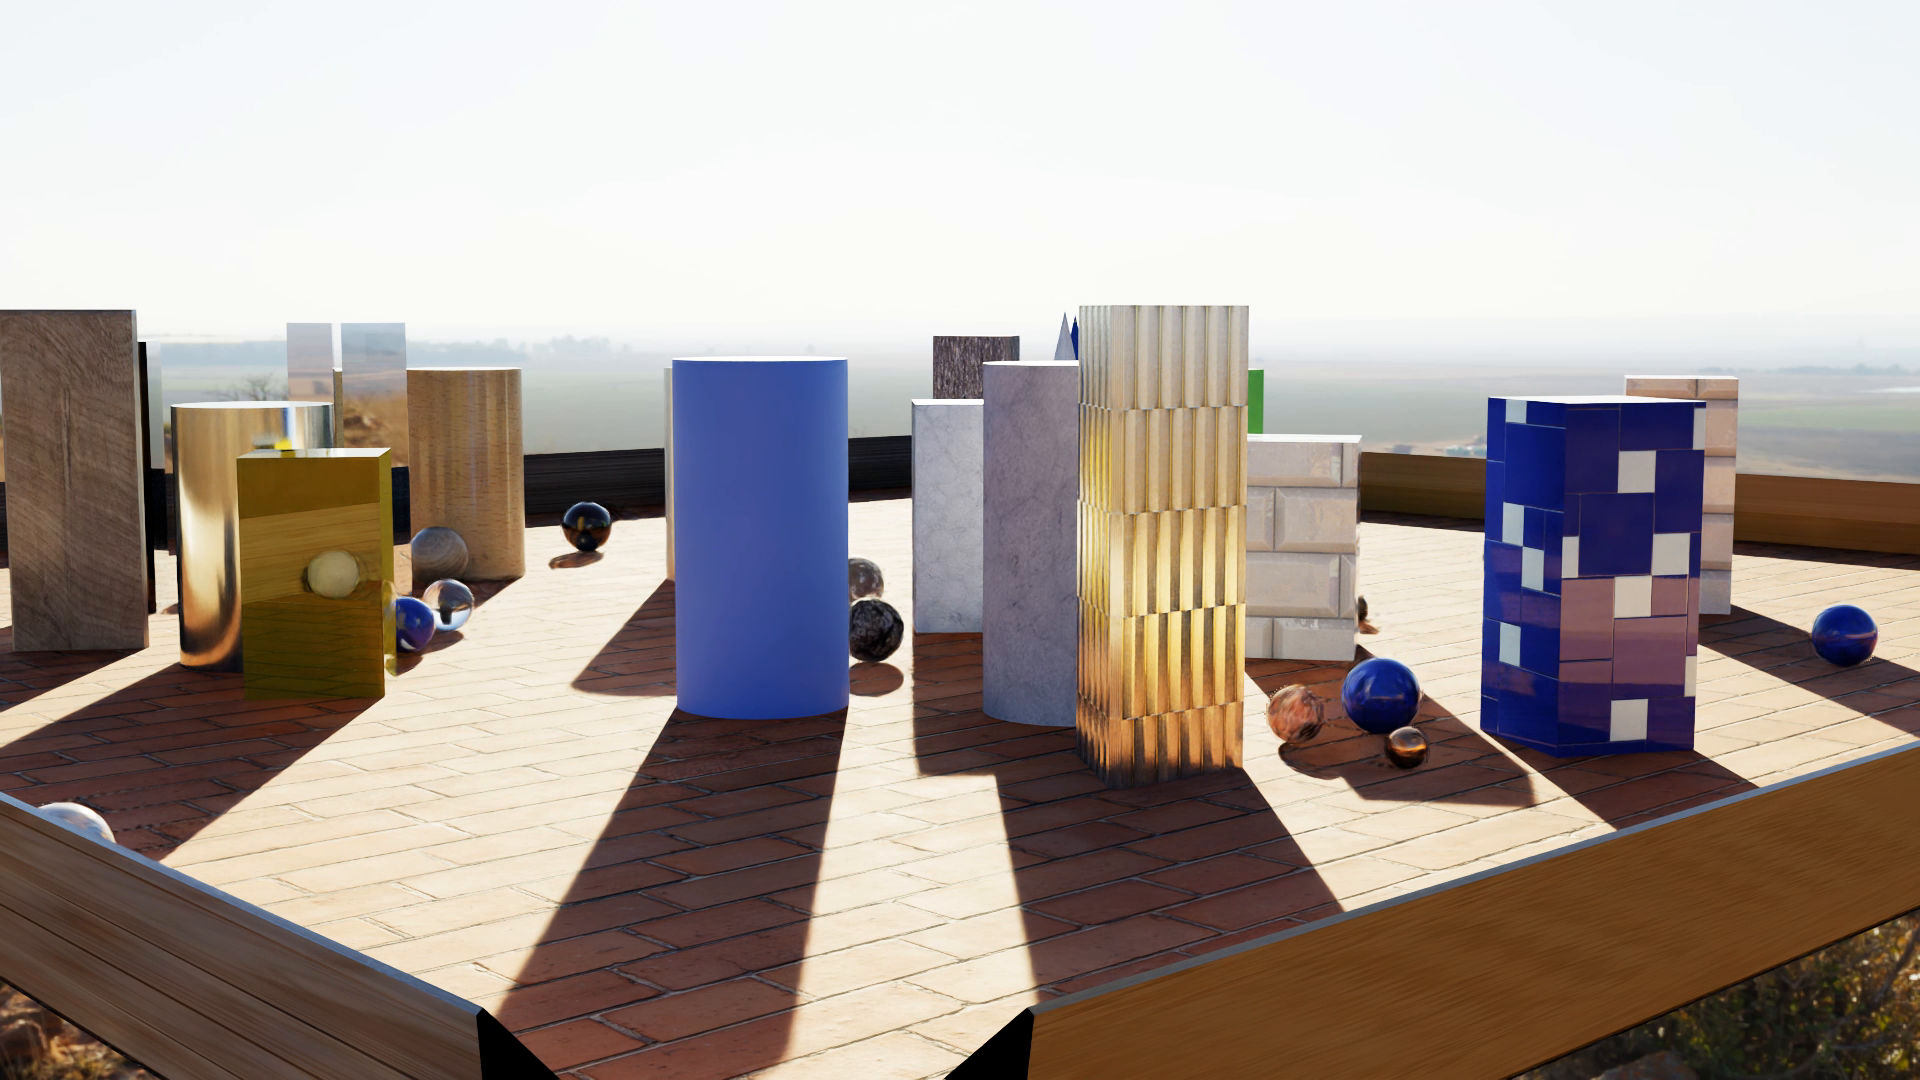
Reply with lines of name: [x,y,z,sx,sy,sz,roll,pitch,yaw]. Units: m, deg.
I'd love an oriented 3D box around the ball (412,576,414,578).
ball: [-0.907,0.051,3.564,0.044,0.044,0.044,0,6,0]

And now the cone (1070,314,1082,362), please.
cone: [0.228,-0.232,4.380,0.195,0.438,0.195,0,6,0]

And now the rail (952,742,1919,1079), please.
rail: [1.165,0.165,2.076,3.495,0.127,0.045,-5,8,-42]

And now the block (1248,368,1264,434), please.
block: [0.459,-0.155,4.146,0.156,0.334,0.156,-4,7,-35]

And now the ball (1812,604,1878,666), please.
ball: [1.108,0.119,2.755,0.078,0.078,0.078,0,6,0]

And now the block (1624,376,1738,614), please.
block: [1.075,-0.072,3.301,0.156,0.344,0.156,2,6,15]

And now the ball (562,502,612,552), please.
ball: [-0.688,-0.025,4.062,0.092,0.092,0.092,0,6,0]

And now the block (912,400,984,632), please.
block: [0.012,-0.037,3.105,0.156,0.316,0.156,0,6,-3]

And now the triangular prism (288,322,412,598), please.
triangular prism: [-0.892,-0.111,3.287,0.146,0.425,0.169,-5,8,-40]

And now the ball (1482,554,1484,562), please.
ball: [0.910,0.030,3.711,0.055,0.055,0.055,0,6,0]

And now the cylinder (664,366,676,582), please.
cylinder: [-0.392,-0.112,3.655,0.195,0.350,0.195,0,6,0]

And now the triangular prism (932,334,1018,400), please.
triangular prism: [0.062,-0.174,4.018,0.169,0.398,0.146,5,8,37]

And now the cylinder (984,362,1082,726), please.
cylinder: [0.123,-0.002,2.434,0.195,0.386,0.195,0,6,0]

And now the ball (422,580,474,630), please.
ball: [-0.712,0.090,3.057,0.072,0.072,0.072,0,6,0]

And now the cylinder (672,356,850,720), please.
cylinder: [-0.223,-0.008,2.474,0.195,0.390,0.195,0,6,0]

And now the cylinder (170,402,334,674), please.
cylinder: [-0.890,-0.008,2.783,0.195,0.326,0.195,0,6,0]

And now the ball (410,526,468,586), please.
ball: [-0.843,0.026,3.544,0.098,0.098,0.098,0,6,0]

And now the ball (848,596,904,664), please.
ball: [-0.112,0.114,2.780,0.084,0.084,0.084,0,6,0]

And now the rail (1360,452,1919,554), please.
rail: [1.267,-0.089,4.495,0.045,0.127,3.483,-5,8,-42]

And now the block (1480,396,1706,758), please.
block: [0.649,0.032,2.269,0.156,0.353,0.156,-2,6,-15]

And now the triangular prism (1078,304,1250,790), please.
triangular prism: [0.165,-0.002,2.133,0.169,0.449,0.146,-5,8,-38]

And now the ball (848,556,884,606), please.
ball: [-0.153,0.065,3.231,0.086,0.086,0.086,0,6,0]

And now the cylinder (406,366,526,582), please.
cylinder: [-0.829,-0.113,3.679,0.195,0.347,0.195,0,6,0]

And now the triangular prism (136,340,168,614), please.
triangular prism: [-1.246,-0.100,3.308,0.169,0.399,0.146,2,6,17]

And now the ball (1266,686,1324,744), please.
ball: [0.346,0.180,2.264,0.059,0.059,0.059,0,6,0]

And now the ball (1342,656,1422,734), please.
ball: [0.443,0.163,2.313,0.082,0.082,0.082,0,6,0]

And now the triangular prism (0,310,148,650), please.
triangular prism: [-1.168,-0.085,2.941,0.169,0.445,0.146,-1,6,-9]

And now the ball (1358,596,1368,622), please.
ball: [0.563,0.098,3.137,0.040,0.040,0.040,0,6,0]

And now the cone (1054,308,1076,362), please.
cone: [0.135,-0.075,2.843,0.195,0.446,0.195,0,6,0]

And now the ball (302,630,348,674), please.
ball: [-0.780,0.137,2.701,0.053,0.053,0.053,0,6,0]

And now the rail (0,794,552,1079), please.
rail: [-1.267,0.155,2.169,0.045,0.127,3.483,-5,8,-42]

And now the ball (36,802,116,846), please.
ball: [-0.671,0.235,1.639,0.079,0.079,0.079,0,6,0]

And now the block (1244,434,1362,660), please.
block: [0.441,0.006,2.874,0.156,0.278,0.156,1,6,12]

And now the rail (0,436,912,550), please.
rail: [-1.165,-0.099,4.588,3.495,0.127,0.045,-5,8,-42]

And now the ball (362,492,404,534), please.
ball: [-1.152,-0.055,4.394,0.084,0.084,0.084,0,6,0]

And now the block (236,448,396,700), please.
block: [-0.754,0.036,2.588,0.156,0.278,0.156,-1,6,-9]

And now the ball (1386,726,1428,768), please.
ball: [0.435,0.202,2.139,0.041,0.041,0.041,0,6,0]

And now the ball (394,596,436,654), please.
ball: [-0.719,0.110,2.854,0.074,0.074,0.074,0,6,0]
